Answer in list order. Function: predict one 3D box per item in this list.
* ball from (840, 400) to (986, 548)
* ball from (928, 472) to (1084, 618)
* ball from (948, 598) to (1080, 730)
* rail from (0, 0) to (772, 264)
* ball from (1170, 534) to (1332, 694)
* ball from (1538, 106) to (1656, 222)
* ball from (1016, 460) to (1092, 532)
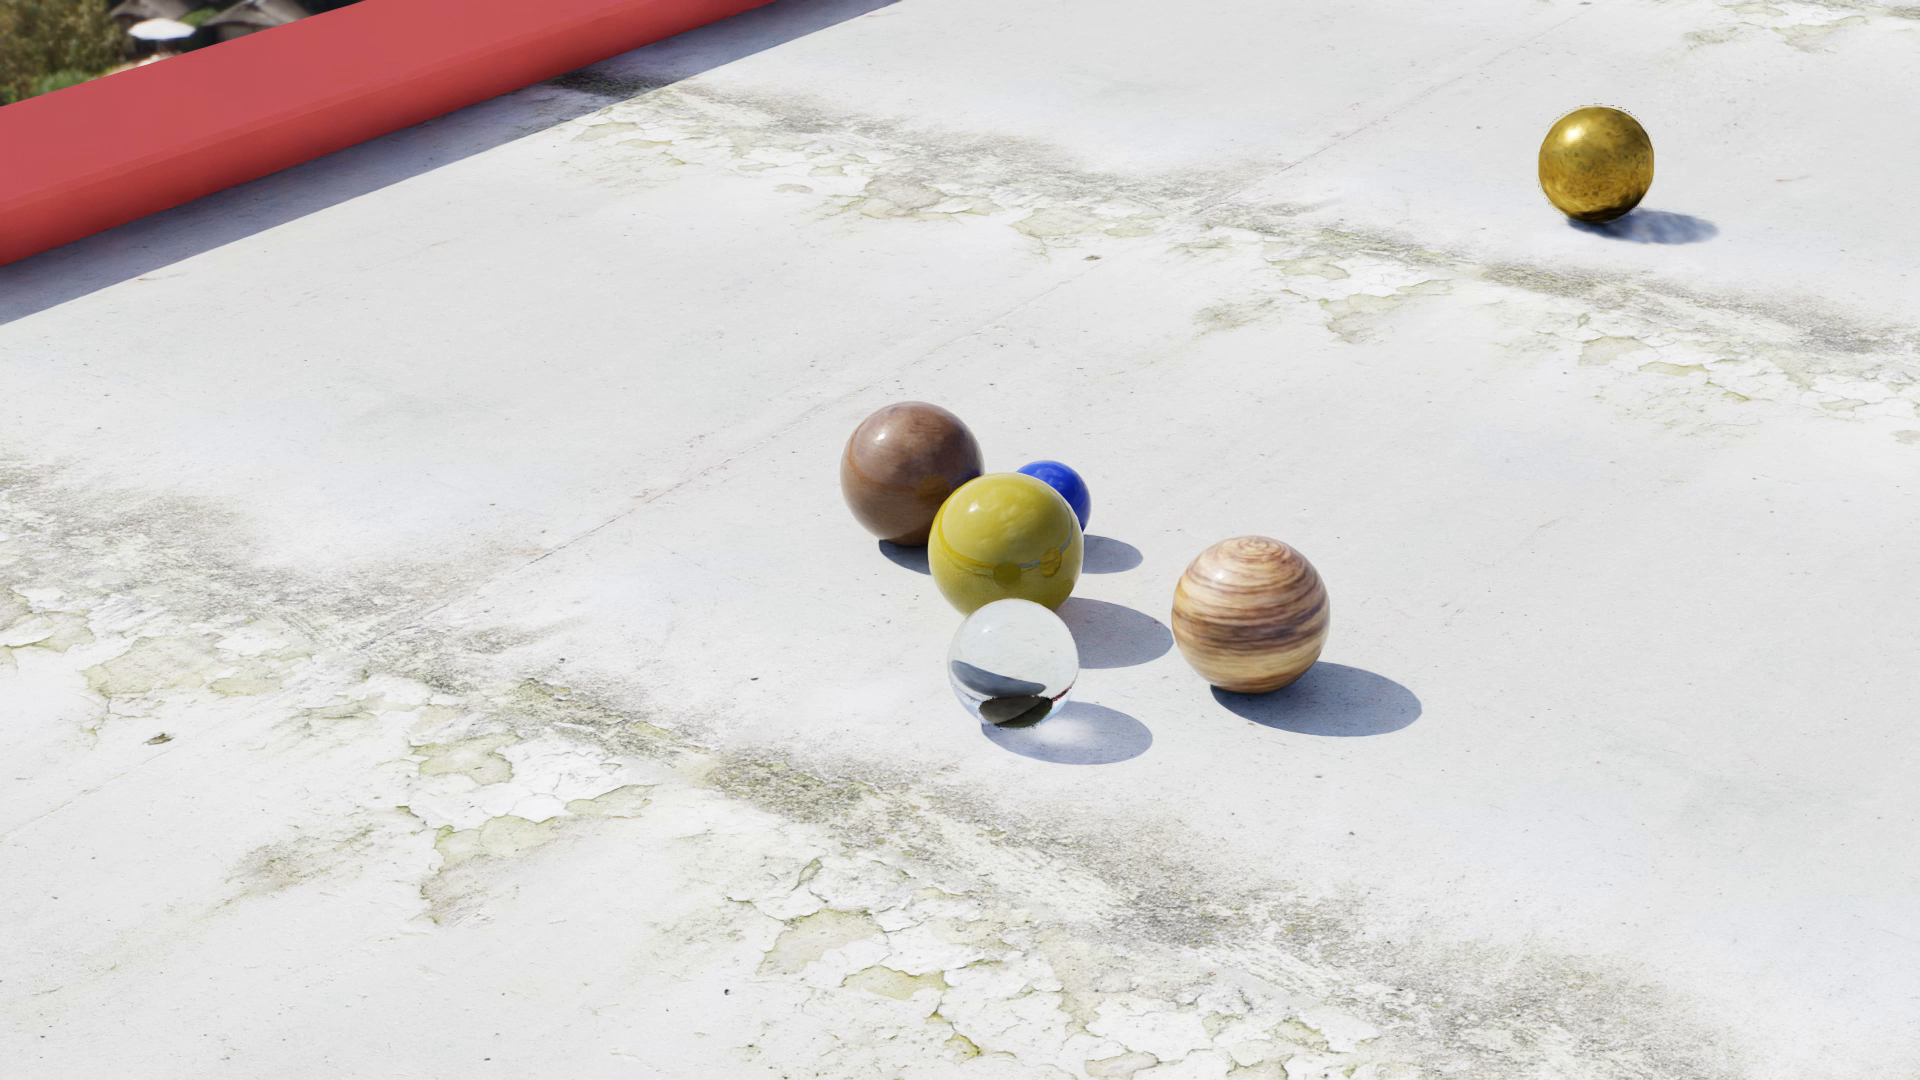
[{"bbox_3d":[-0.031,-0.043,1.904,0.095,0.095,0.095,0,25,0],"label":"ball"},{"bbox_3d":[0.028,0.006,1.797,0.096,0.096,0.096,0,25,0],"label":"ball"},{"bbox_3d":[0.030,0.071,1.682,0.075,0.075,0.075,0,25,0],"label":"ball"},{"bbox_3d":[-0.294,-0.568,2.998,0.045,0.127,3.634,16,29,31],"label":"rail"},{"bbox_3d":[0.170,0.044,1.719,0.093,0.093,0.093,0,25,0],"label":"ball"},{"bbox_3d":[0.540,-0.319,2.497,0.098,0.098,0.098,0,25,0],"label":"ball"},{"bbox_3d":[0.055,-0.022,1.901,0.060,0.060,0.060,0,25,0],"label":"ball"}]
